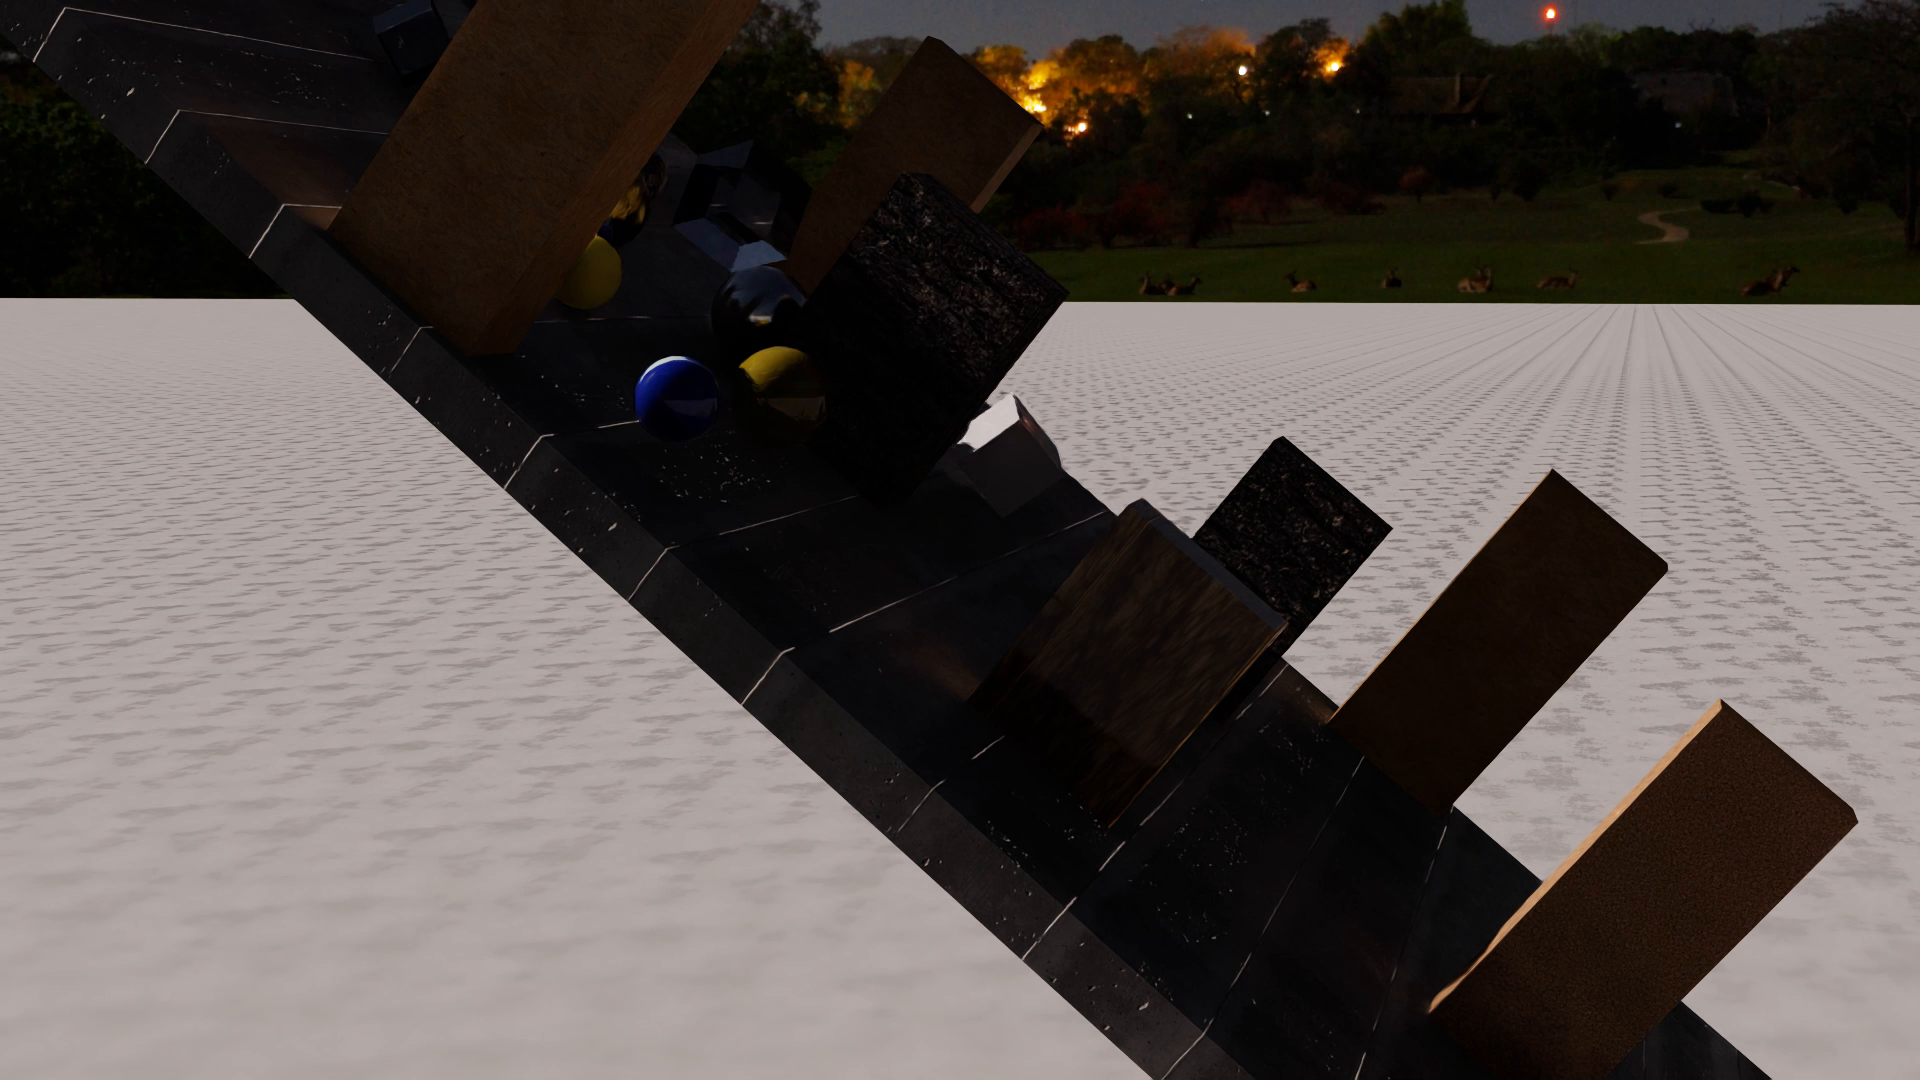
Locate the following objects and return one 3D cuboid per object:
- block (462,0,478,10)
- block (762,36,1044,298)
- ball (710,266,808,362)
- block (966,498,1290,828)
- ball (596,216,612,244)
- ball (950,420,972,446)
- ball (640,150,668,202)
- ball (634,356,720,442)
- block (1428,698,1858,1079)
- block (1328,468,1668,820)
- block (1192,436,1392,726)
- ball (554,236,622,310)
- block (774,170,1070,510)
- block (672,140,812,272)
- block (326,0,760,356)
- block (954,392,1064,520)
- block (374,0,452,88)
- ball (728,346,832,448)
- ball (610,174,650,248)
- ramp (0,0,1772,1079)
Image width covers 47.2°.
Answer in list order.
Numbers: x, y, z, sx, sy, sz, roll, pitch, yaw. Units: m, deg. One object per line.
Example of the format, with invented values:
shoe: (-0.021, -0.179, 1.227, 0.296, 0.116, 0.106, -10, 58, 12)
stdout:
block: (-1.016, -1.231, 4.695, 0.140, 0.140, 0.140, -39, 2, 16)
block: (-0.131, -0.701, 4.553, 0.285, 0.617, 0.091, 41, 16, 9)
ball: (-0.366, -0.413, 4.046, 0.183, 0.183, 0.183, 0, 7, 0)
block: (0.255, 0.188, 3.365, 0.294, 0.402, 0.105, 41, 16, 9)
ball: (-0.670, -0.534, 3.790, 0.141, 0.141, 0.141, 0, 7, 0)
ball: (-0.039, -0.236, 4.217, 0.122, 0.122, 0.122, 0, 7, 0)
ball: (-0.649, -0.736, 4.425, 0.119, 0.119, 0.119, 0, 7, 0)
ball: (-0.443, -0.222, 3.447, 0.134, 0.134, 0.134, 0, 7, 0)
block: (1.082, 0.600, 3.521, 0.263, 0.690, 0.093, 41, 16, 9)
block: (1.125, 0.220, 4.622, 0.305, 0.704, 0.123, 41, 16, 9)
block: (0.555, 0.077, 4.174, 0.271, 0.482, 0.106, 41, 16, 9)
ball: (-0.628, -0.449, 3.673, 0.128, 0.128, 0.128, 0, 7, 0)
block: (-0.098, -0.354, 3.913, 0.334, 0.490, 0.149, 41, 16, 9)
block: (-0.392, -0.601, 3.966, 0.154, 0.154, 0.154, -6, -31, 43)
block: (-0.577, -0.661, 3.191, 0.290, 0.773, 0.142, 41, 16, 9)
block: (0.094, -0.168, 4.365, 0.151, 0.151, 0.151, -35, 22, 12)
block: (-1.011, -0.930, 4.092, 0.112, 0.112, 0.112, -25, 33, -3)
ball: (-0.302, -0.239, 3.686, 0.171, 0.171, 0.171, 0, 7, 0)
ball: (-0.649, -0.617, 4.009, 0.169, 0.169, 0.169, 0, 7, 0)
ramp: (-0.010, 0.060, 4.045, 4.000, 0.100, 2.000, 41, 16, 9)
